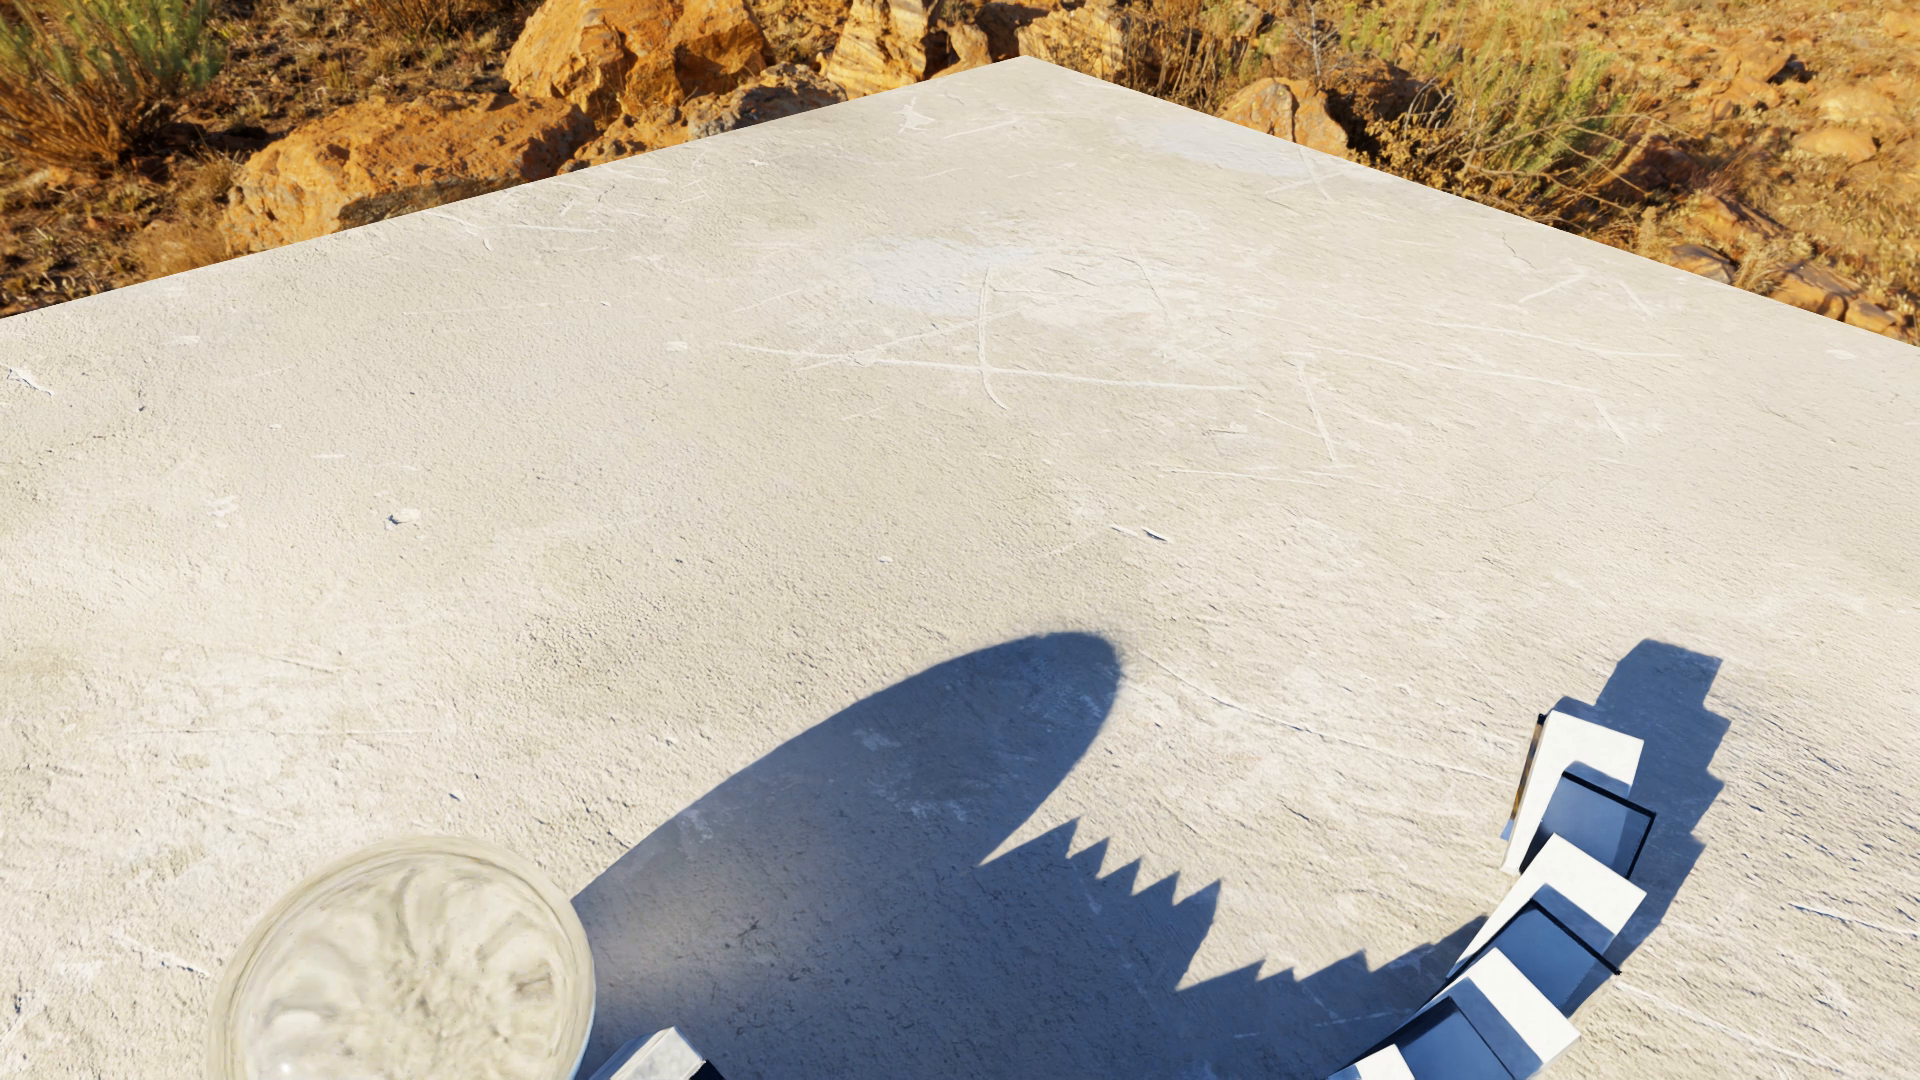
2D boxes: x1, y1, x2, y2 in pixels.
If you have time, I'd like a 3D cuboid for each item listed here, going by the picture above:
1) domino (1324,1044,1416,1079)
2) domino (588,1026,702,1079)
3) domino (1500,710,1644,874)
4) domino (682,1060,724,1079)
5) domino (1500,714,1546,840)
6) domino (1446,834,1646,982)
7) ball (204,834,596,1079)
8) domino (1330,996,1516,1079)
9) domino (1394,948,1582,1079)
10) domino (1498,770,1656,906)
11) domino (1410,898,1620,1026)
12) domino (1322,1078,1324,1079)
[{"bbox_3d":[0.086,0.141,0.254,0.050,0.009,0.025,-31,41,7],"label":"domino"},{"bbox_3d":[-0.079,0.129,0.257,0.010,0.050,0.025,49,52,1],"label":"domino"},{"bbox_3d":[0.181,0.079,0.326,0.025,0.009,0.050,19,72,23],"label":"domino"},{"bbox_3d":[-0.071,0.134,0.251,0.009,0.050,0.025,49,52,1],"label":"domino"},{"bbox_3d":[0.190,0.079,0.347,0.025,0.010,0.050,21,44,24],"label":"domino"},{"bbox_3d":[0.157,0.107,0.295,0.050,0.009,0.025,-47,54,-9],"label":"domino"},{"bbox_3d":[-0.126,0.109,0.254,0.080,0.080,0.080,0,39,0],"label":"ball"},{"bbox_3d":[0.105,0.135,0.261,0.050,0.010,0.025,-35,44,2],"label":"domino"},{"bbox_3d":[0.123,0.127,0.270,0.050,0.010,0.025,-39,47,-1],"label":"domino"},{"bbox_3d":[0.172,0.094,0.310,0.025,0.010,0.050,26,75,25],"label":"domino"},{"bbox_3d":[0.140,0.119,0.281,0.050,0.010,0.025,-41,50,-6],"label":"domino"},{"bbox_3d":[0.066,0.145,0.248,0.050,0.009,0.025,-28,39,11],"label":"domino"}]
